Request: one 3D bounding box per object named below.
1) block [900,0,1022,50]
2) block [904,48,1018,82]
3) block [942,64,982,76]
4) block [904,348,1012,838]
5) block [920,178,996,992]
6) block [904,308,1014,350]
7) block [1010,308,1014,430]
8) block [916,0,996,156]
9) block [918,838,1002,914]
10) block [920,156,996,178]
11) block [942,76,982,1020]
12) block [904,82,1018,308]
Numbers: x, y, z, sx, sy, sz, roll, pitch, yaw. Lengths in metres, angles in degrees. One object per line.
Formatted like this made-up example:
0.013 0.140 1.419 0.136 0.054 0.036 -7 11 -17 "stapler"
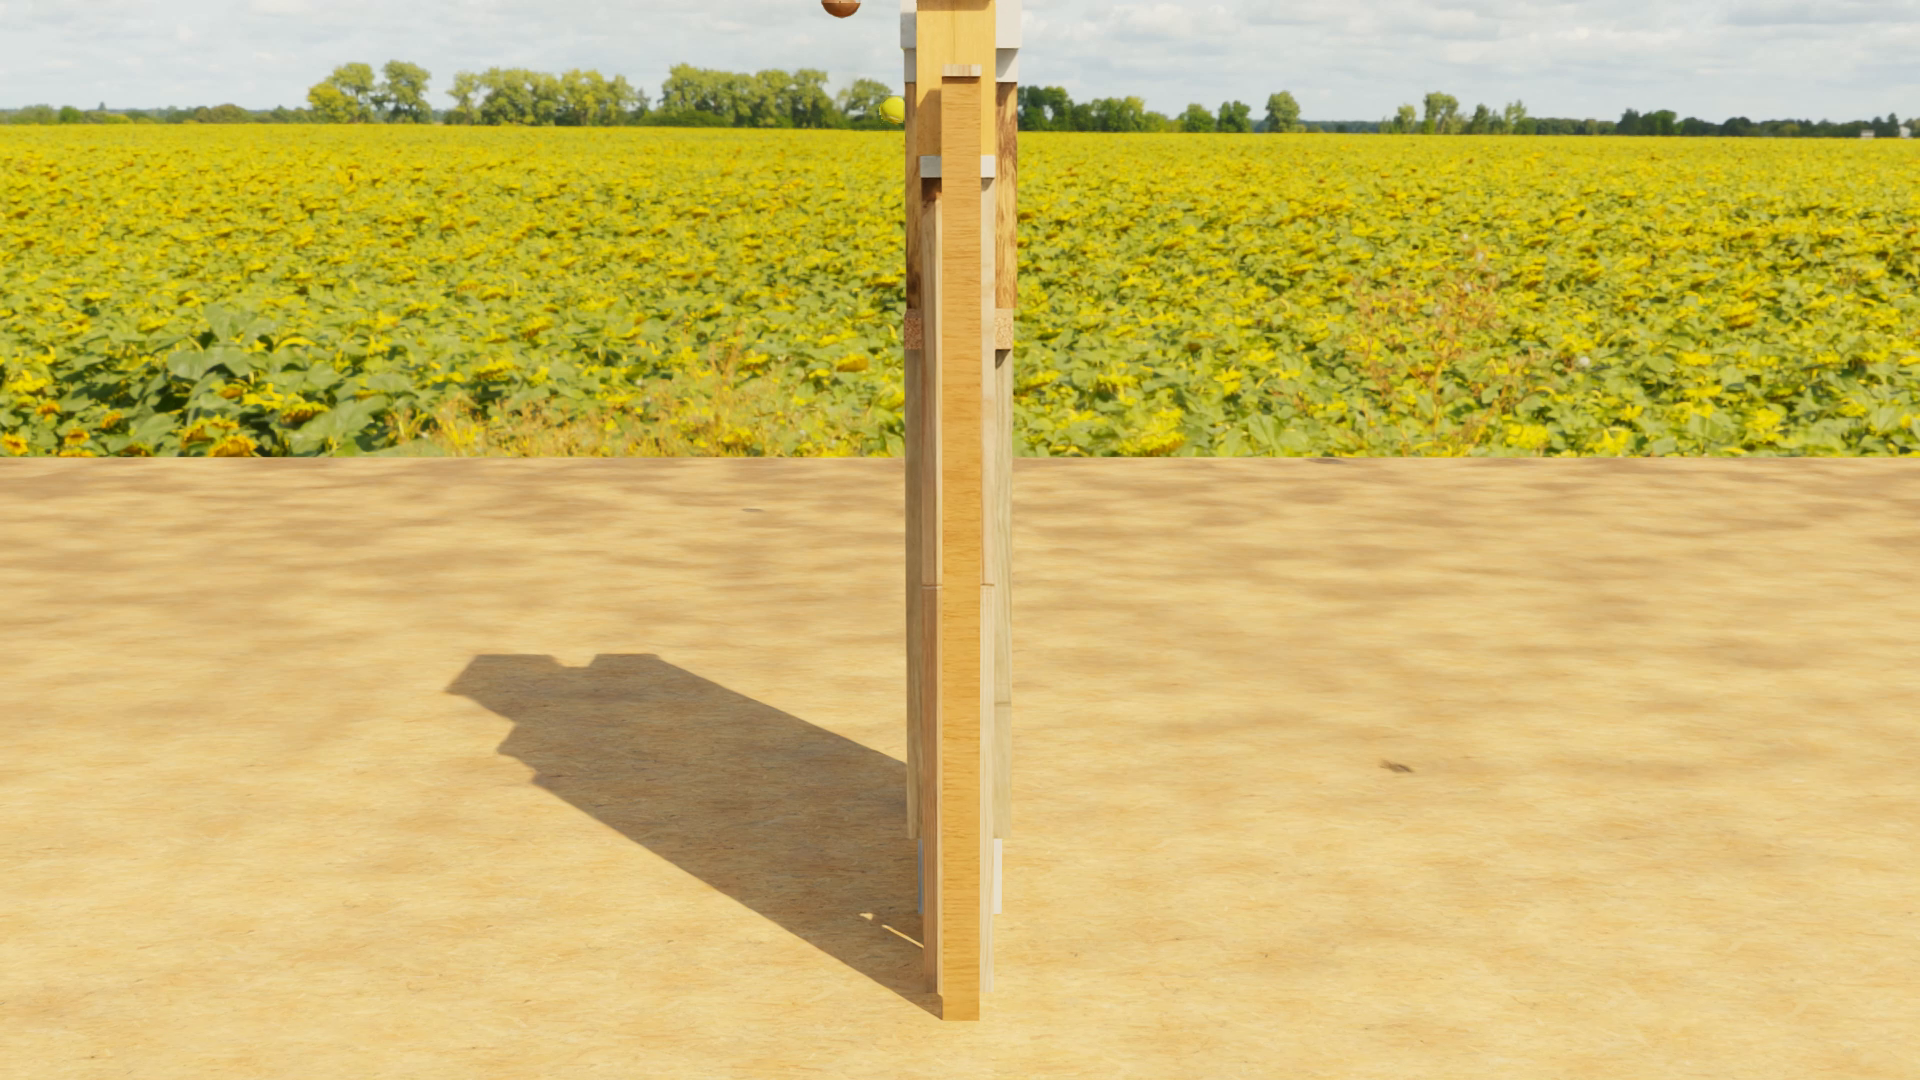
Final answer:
0.001 -0.906 3.234 0.179 0.358 0.051 0 11 0 "block"
0.002 -0.741 3.454 0.171 0.048 0.341 0 11 0 "block"
0.001 -0.627 2.941 0.052 0.015 0.104 0 11 -1 "block"
-0.002 0.083 3.342 0.160 0.758 0.045 0 10 0 "block"
-0.002 0.082 3.152 0.103 1.188 0.029 0 10 0 "block"
-0.002 -0.331 3.374 0.160 0.045 0.320 0 10 0 "block"
0.003 -0.462 3.621 0.171 0.561 0.048 0 11 0 "block"
-0.006 -0.641 3.036 0.108 0.217 0.031 0 10 0 "block"
0.000 0.471 3.567 0.135 0.271 0.038 0 11 0 "block"
-0.003 -0.530 3.109 0.103 0.029 0.206 0 11 0 "block"
0.002 0.036 3.030 0.052 1.322 0.015 0 11 0 "block"
0.002 -0.528 3.378 0.171 0.341 0.048 0 10 0 "block"
